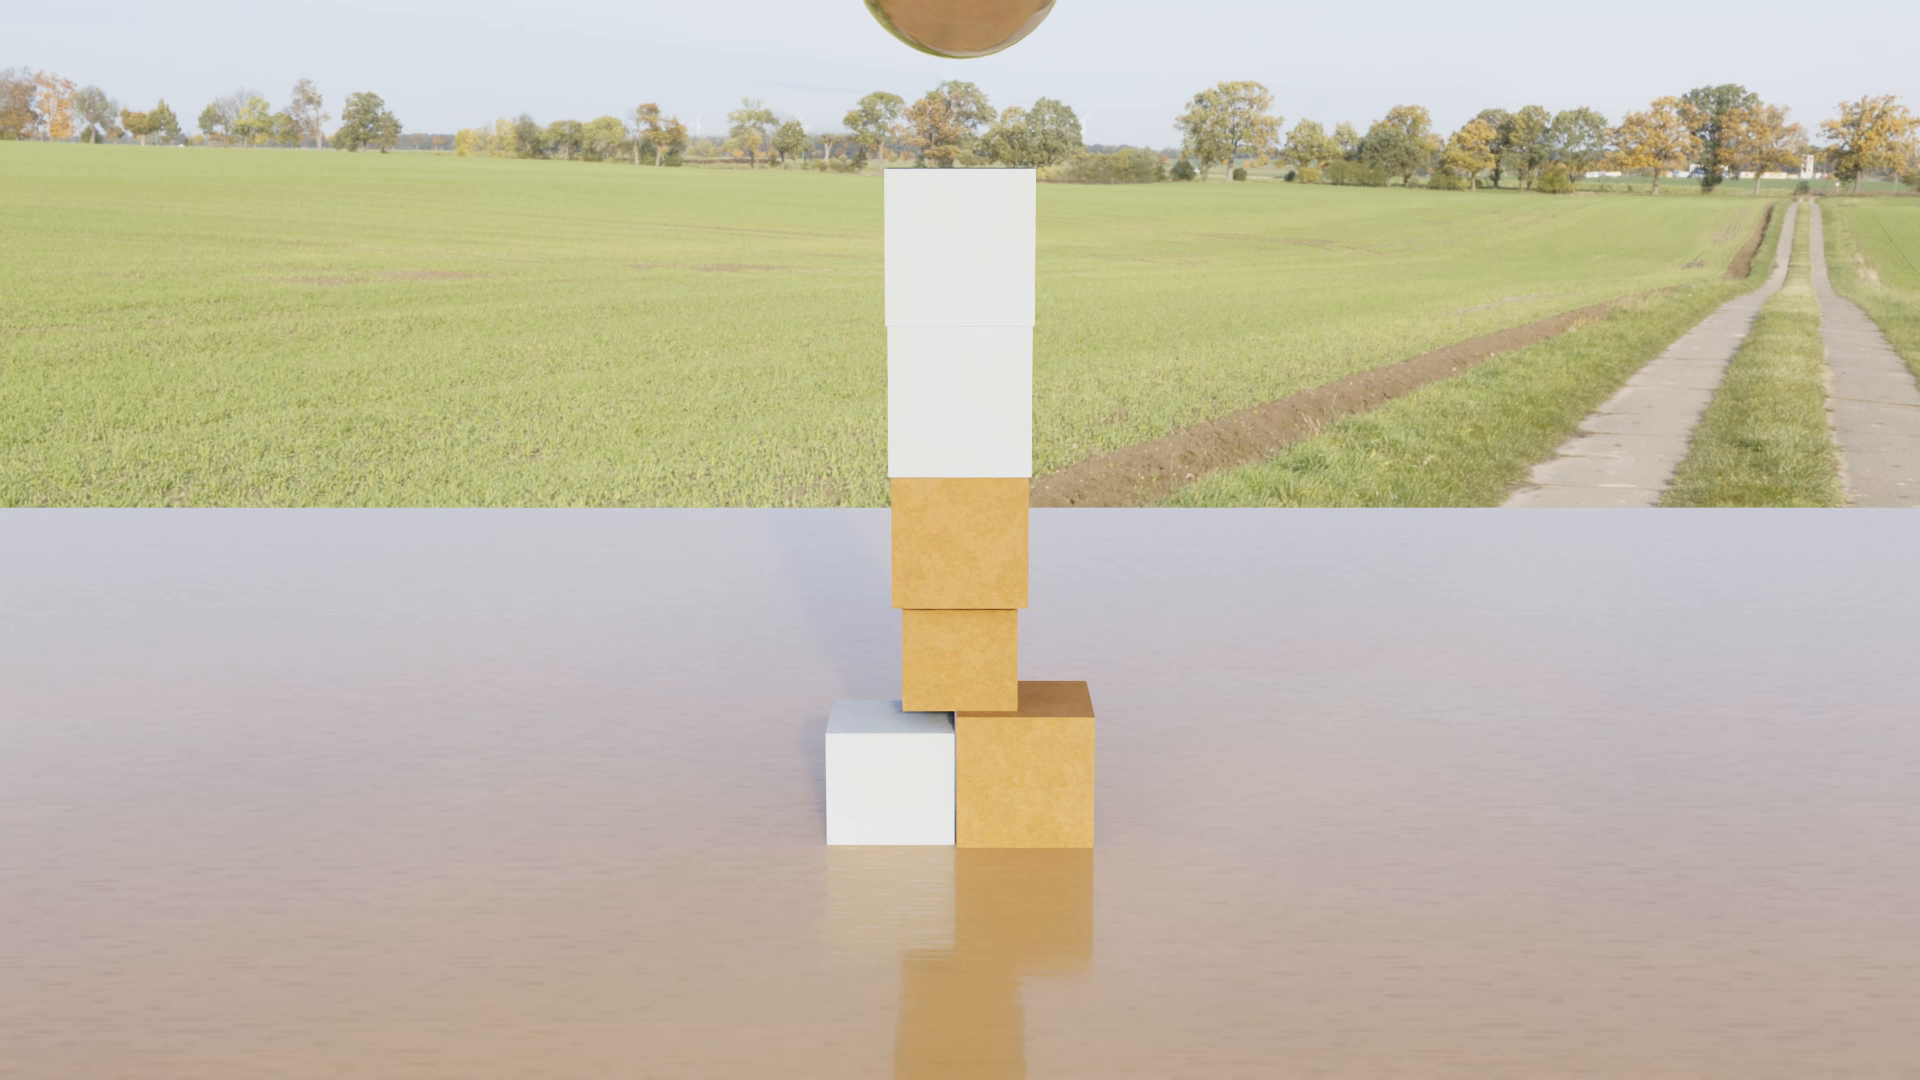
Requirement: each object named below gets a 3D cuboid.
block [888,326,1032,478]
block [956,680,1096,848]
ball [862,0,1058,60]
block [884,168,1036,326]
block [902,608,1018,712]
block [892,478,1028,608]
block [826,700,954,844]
[{"bbox_3d":[0.000,-0.735,11.066,0.702,0.739,0.717,0,10,0],"label":"block"},{"bbox_3d":[0.327,1.147,11.370,0.689,0.675,0.761,0,10,0],"label":"block"},{"bbox_3d":[0.000,-4.224,15.601,1.600,1.600,1.600,0,10,0],"label":"ball"},{"bbox_3d":[0.000,-1.465,10.915,0.727,0.751,0.616,0,10,0],"label":"block"},{"bbox_3d":[0.000,0.539,11.297,0.577,0.547,0.584,0,10,0],"label":"block"},{"bbox_3d":[0.000,-0.050,11.189,0.673,0.652,0.773,0,10,0],"label":"block"},{"bbox_3d":[-0.350,1.194,11.379,0.644,0.580,0.671,0,10,0],"label":"block"}]
